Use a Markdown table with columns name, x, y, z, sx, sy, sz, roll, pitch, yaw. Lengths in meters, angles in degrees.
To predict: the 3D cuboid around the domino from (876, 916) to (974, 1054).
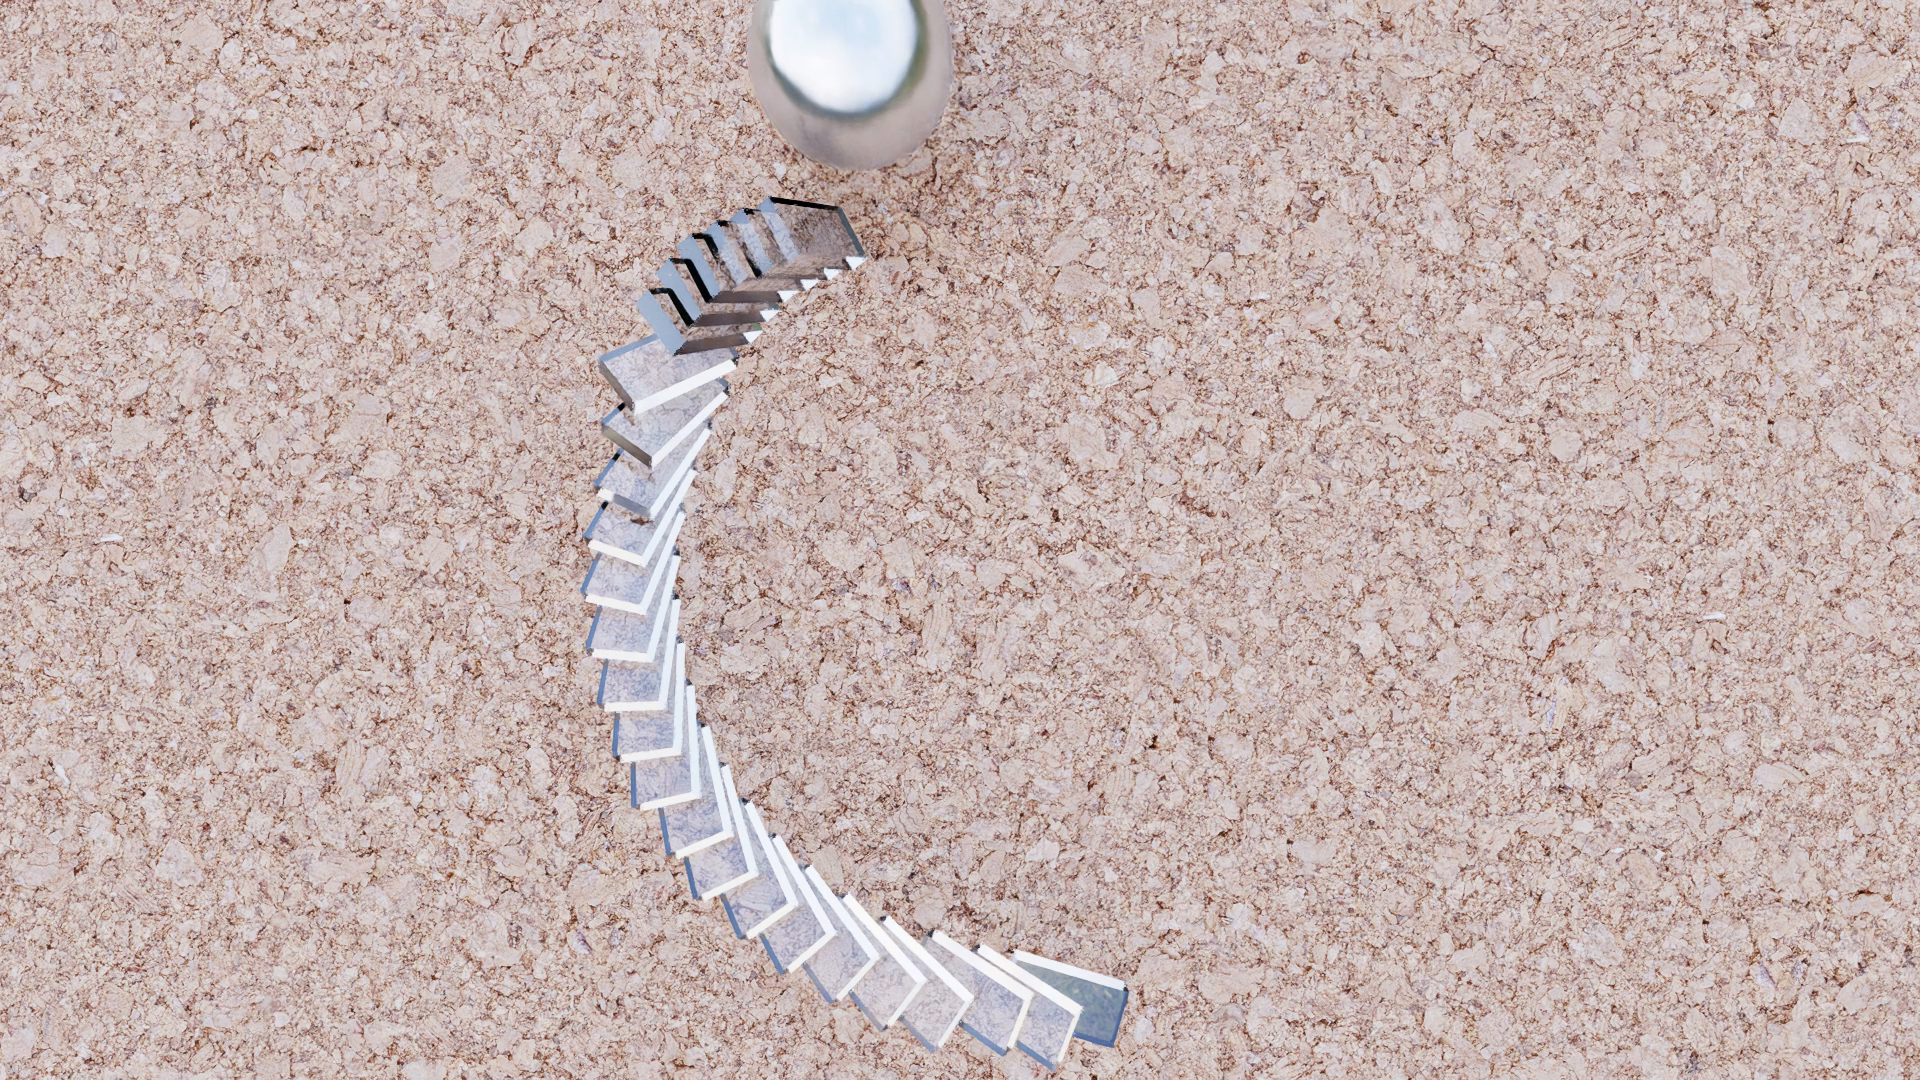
| name | x | y | z | sx | sy | sz | roll | pitch | yaw |
| --- | --- | --- | --- | --- | --- | --- | --- | --- | --- |
| domino | -0.021 | 0.185 | 0.384 | 0.050 | 0.009 | 0.025 | 33 | 90 | 28 |

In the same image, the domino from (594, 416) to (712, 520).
| name | x | y | z | sx | sy | sz | roll | pitch | yaw |
| --- | --- | --- | --- | --- | --- | --- | --- | --- | --- |
| domino | -0.127 | -0.035 | 0.383 | 0.025 | 0.009 | 0.050 | 24 | 60 | 0 |

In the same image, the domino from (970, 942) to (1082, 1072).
| name | x | y | z | sx | sy | sz | roll | pitch | yaw |
| --- | --- | --- | --- | --- | --- | --- | --- | --- | --- |
| domino | 0.023 | 0.194 | 0.383 | 0.050 | 0.010 | 0.025 | 21 | 92 | 28 |

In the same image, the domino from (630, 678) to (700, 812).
| name | x | y | z | sx | sy | sz | roll | pitch | yaw |
| --- | --- | --- | --- | --- | --- | --- | --- | --- | --- |
| domino | -0.124 | 0.085 | 0.383 | 0.025 | 0.010 | 0.050 | -13 | 60 | 0 |

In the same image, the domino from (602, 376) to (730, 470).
| name | x | y | z | sx | sy | sz | roll | pitch | yaw |
| --- | --- | --- | --- | --- | --- | --- | --- | --- | --- |
| domino | -0.122 | -0.055 | 0.382 | 0.025 | 0.010 | 0.050 | 35 | 57 | 0 |

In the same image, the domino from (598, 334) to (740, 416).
| name | x | y | z | sx | sy | sz | roll | pitch | yaw |
| --- | --- | --- | --- | --- | --- | --- | --- | --- | --- |
| domino | -0.120 | -0.074 | 0.381 | 0.050 | 0.009 | 0.025 | -34 | 80 | -31 |

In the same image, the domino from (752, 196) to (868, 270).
| name | x | y | z | sx | sy | sz | roll | pitch | yaw |
| --- | --- | --- | --- | --- | --- | --- | --- | --- | --- |
| domino | -0.060 | -0.125 | 0.376 | 0.010 | 0.050 | 0.025 | -28 | 90 | 30 |

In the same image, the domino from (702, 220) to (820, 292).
| name | x | y | z | sx | sy | sz | roll | pitch | yaw |
| --- | --- | --- | --- | --- | --- | --- | --- | --- | --- |
| domino | -0.080 | -0.116 | 0.376 | 0.009 | 0.050 | 0.025 | -28 | 90 | 30 |

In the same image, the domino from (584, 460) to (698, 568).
| name | x | y | z | sx | sy | sz | roll | pitch | yaw |
| --- | --- | --- | --- | --- | --- | --- | --- | --- | --- |
| domino | -0.133 | -0.016 | 0.383 | 0.025 | 0.010 | 0.050 | 19 | 60 | 0 |

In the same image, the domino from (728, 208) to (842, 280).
| name | x | y | z | sx | sy | sz | roll | pitch | yaw |
| --- | --- | --- | --- | --- | --- | --- | --- | --- | --- |
| domino | -0.070 | -0.121 | 0.376 | 0.009 | 0.050 | 0.025 | -28 | 90 | 30 |

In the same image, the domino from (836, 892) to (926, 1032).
| name | x | y | z | sx | sy | sz | roll | pitch | yaw |
| --- | --- | --- | --- | --- | --- | --- | --- | --- | --- |
| domino | -0.040 | 0.176 | 0.384 | 0.050 | 0.010 | 0.025 | 37 | 90 | 28 |

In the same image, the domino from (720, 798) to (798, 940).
| name | x | y | z | sx | sy | sz | roll | pitch | yaw |
| --- | --- | --- | --- | --- | --- | --- | --- | --- | --- |
| domino | -0.090 | 0.137 | 0.383 | 0.025 | 0.009 | 0.050 | -35 | 60 | 0 |

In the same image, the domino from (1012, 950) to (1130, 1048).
| name | x | y | z | sx | sy | sz | roll | pitch | yaw |
| --- | --- | --- | --- | --- | --- | --- | --- | --- | --- |
| domino | 0.045 | 0.198 | 0.395 | 0.050 | 0.010 | 0.025 | 16 | 90 | 0 |

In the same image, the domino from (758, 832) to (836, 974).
| name | x | y | z | sx | sy | sz | roll | pitch | yaw |
| --- | --- | --- | --- | --- | --- | --- | --- | --- | --- |
| domino | -0.076 | 0.151 | 0.383 | 0.025 | 0.010 | 0.050 | -41 | 60 | 0 |

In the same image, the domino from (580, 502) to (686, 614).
| name | x | y | z | sx | sy | sz | roll | pitch | yaw |
| --- | --- | --- | --- | --- | --- | --- | --- | --- | --- |
| domino | -0.136 | 0.004 | 0.383 | 0.025 | 0.009 | 0.050 | 13 | 60 | 0 |

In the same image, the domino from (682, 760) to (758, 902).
| name | x | y | z | sx | sy | sz | roll | pitch | yaw |
| --- | --- | --- | --- | --- | --- | --- | --- | --- | --- |
| domino | -0.104 | 0.121 | 0.383 | 0.025 | 0.010 | 0.050 | -26 | 60 | 0 |

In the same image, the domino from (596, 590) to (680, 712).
| name | x | y | z | sx | sy | sz | roll | pitch | yaw |
| --- | --- | --- | --- | --- | --- | --- | --- | --- | --- |
| domino | -0.134 | 0.046 | 0.383 | 0.025 | 0.010 | 0.050 | -2 | 60 | 0 |

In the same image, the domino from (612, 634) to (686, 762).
| name | x | y | z | sx | sy | sz | roll | pitch | yaw |
| --- | --- | --- | --- | --- | --- | --- | --- | --- | --- |
| domino | -0.130 | 0.066 | 0.383 | 0.025 | 0.009 | 0.050 | -8 | 60 | 0 |

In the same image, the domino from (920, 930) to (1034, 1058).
| name | x | y | z | sx | sy | sz | roll | pitch | yaw |
| --- | --- | --- | --- | --- | --- | --- | --- | --- | --- |
| domino | 0.003 | 0.189 | 0.384 | 0.050 | 0.009 | 0.025 | 22 | 92 | 28 |

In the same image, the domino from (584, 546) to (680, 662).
| name | x | y | z | sx | sy | sz | roll | pitch | yaw |
| --- | --- | --- | --- | --- | --- | --- | --- | --- | --- |
| domino | -0.136 | 0.025 | 0.383 | 0.025 | 0.010 | 0.050 | 5 | 60 | 0 |

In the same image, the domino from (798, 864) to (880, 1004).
| name | x | y | z | sx | sy | sz | roll | pitch | yaw |
| --- | --- | --- | --- | --- | --- | --- | --- | --- | --- |
| domino | -0.059 | 0.164 | 0.384 | 0.025 | 0.010 | 0.050 | -47 | 62 | 0 |

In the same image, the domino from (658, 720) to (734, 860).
| name | x | y | z | sx | sy | sz | roll | pitch | yaw |
| --- | --- | --- | --- | --- | --- | --- | --- | --- | --- |
| domino | -0.114 | 0.104 | 0.383 | 0.025 | 0.009 | 0.050 | -23 | 60 | 0 |

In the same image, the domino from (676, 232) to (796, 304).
| name | x | y | z | sx | sy | sz | roll | pitch | yaw |
| --- | --- | --- | --- | --- | --- | --- | --- | --- | --- |
| domino | -0.090 | -0.111 | 0.376 | 0.010 | 0.050 | 0.025 | -28 | 90 | 30 |

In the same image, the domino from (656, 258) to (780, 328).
| name | x | y | z | sx | sy | sz | roll | pitch | yaw |
| --- | --- | --- | --- | --- | --- | --- | --- | --- | --- |
| domino | -0.098 | -0.102 | 0.376 | 0.009 | 0.050 | 0.025 | -30 | 90 | 30 |

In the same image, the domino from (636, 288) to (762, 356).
| name | x | y | z | sx | sy | sz | roll | pitch | yaw |
| --- | --- | --- | --- | --- | --- | --- | --- | --- | --- |
| domino | -0.106 | -0.091 | 0.376 | 0.009 | 0.050 | 0.025 | -36 | 89 | 30 |

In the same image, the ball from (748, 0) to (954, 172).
| name | x | y | z | sx | sy | sz | roll | pitch | yaw |
| --- | --- | --- | --- | --- | --- | --- | --- | --- | --- |
| ball | -0.042 | -0.188 | 0.360 | 0.080 | 0.080 | 0.080 | 0 | 90 | 0 |
